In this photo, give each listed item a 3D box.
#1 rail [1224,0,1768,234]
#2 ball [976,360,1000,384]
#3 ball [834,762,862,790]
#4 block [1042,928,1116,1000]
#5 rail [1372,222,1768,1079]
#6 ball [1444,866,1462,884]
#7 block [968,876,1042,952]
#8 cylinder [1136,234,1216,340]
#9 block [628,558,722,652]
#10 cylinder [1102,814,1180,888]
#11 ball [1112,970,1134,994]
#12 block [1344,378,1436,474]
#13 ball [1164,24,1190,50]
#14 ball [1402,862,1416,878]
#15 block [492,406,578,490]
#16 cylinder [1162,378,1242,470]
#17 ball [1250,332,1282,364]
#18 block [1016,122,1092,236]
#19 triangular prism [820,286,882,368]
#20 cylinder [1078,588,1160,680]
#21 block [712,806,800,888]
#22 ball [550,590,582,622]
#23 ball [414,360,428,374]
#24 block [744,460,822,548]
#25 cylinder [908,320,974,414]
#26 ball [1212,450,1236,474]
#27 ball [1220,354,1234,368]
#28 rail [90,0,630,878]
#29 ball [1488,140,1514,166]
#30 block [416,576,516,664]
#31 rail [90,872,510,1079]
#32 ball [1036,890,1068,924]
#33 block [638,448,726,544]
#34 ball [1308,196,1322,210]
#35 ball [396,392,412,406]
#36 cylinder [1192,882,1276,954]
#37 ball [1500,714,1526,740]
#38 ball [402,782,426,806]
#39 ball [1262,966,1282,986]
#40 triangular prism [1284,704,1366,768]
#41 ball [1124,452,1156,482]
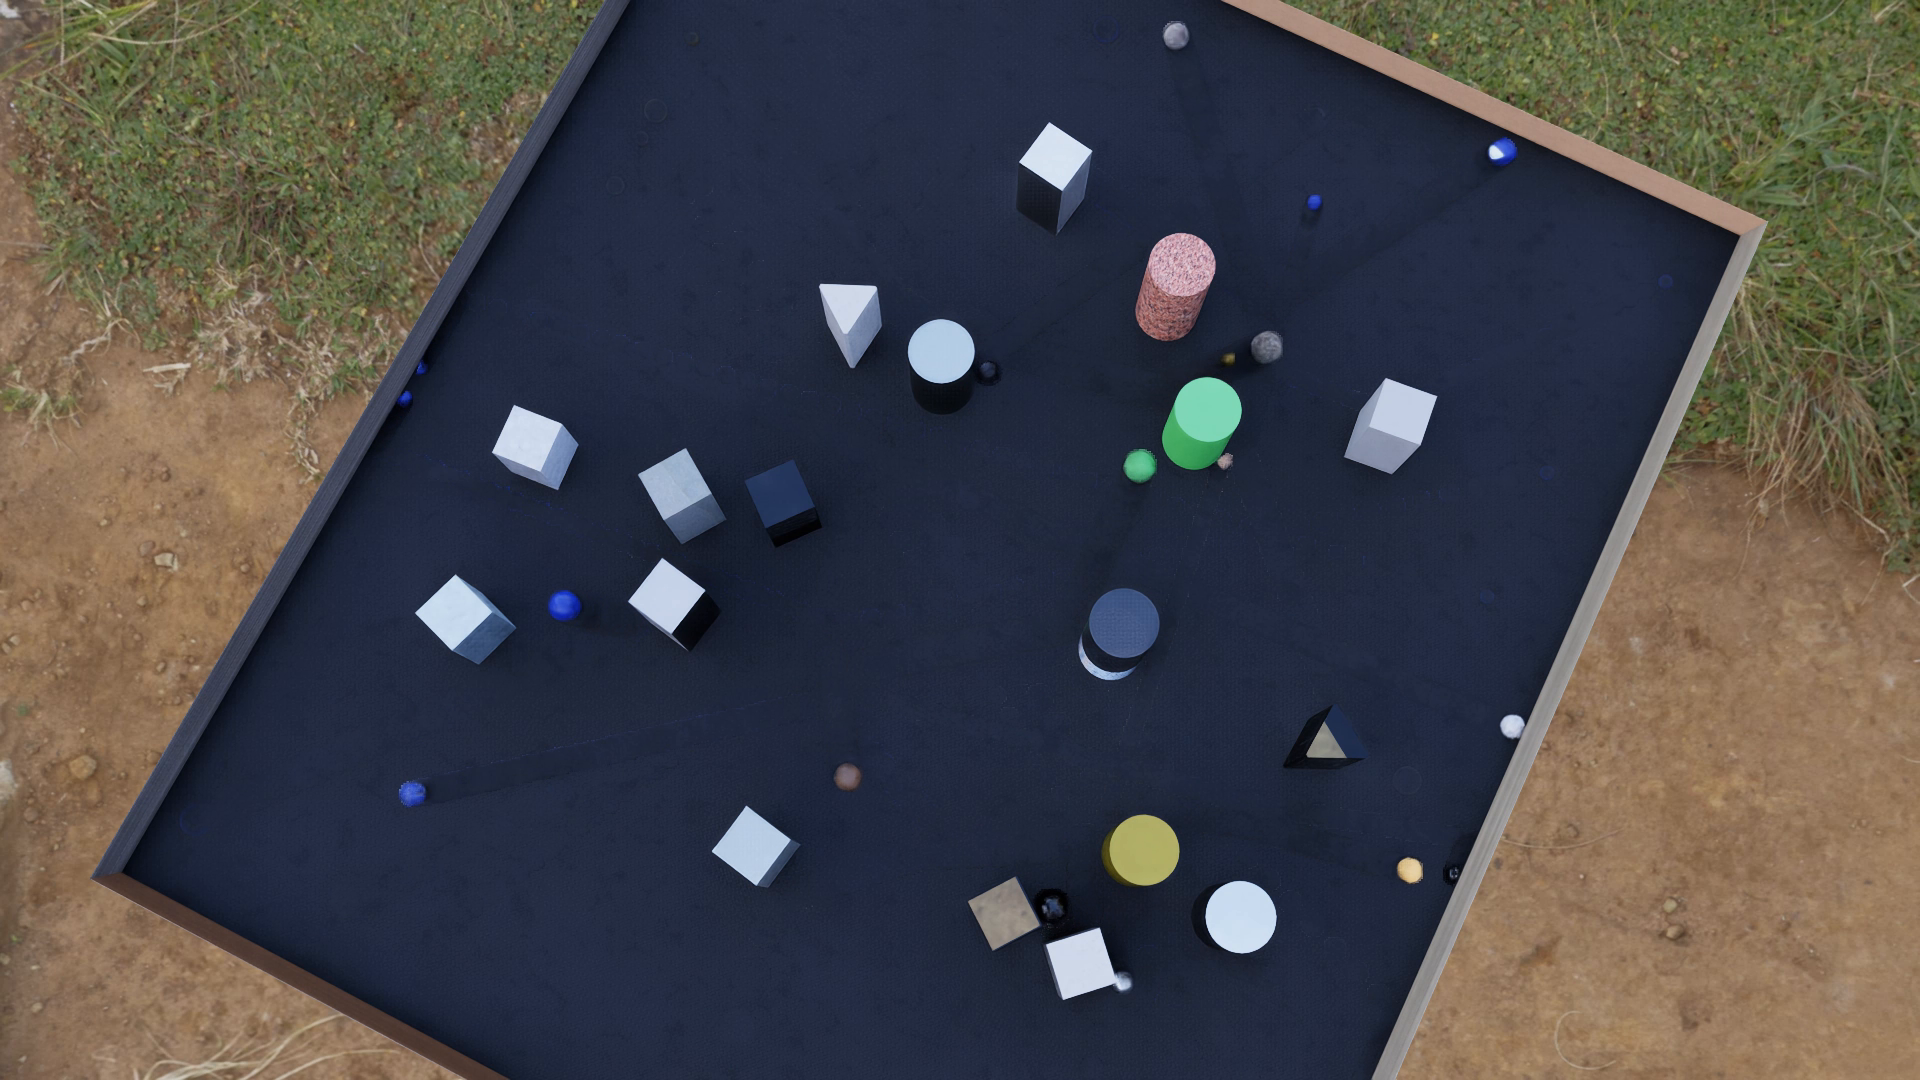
[{"bbox_3d":[0.893,-1.743,5.911,3.594,0.127,0.045,26,80,5],"label":"rail"},{"bbox_3d":[0.088,-0.520,5.687,0.072,0.072,0.072,0,78,0],"label":"ball"},{"bbox_3d":[-0.334,0.701,5.430,0.081,0.081,0.081,0,78,0],"label":"ball"},{"bbox_3d":[0.339,1.207,5.232,0.156,0.263,0.156,-17,79,-3],"label":"block"},{"bbox_3d":[1.586,0.783,5.389,0.045,0.127,4.043,26,80,5],"label":"rail"},{"bbox_3d":[1.452,0.985,5.385,0.054,0.054,0.054,0,78,0],"label":"ball"},{"bbox_3d":[0.127,1.074,5.268,0.156,0.248,0.156,-27,80,-5],"label":"block"},{"bbox_3d":[0.650,-0.762,5.561,0.195,0.418,0.195,0,78,0],"label":"cylinder"},{"bbox_3d":[-0.834,0.196,5.389,0.156,0.367,0.156,36,81,7],"label":"block"},{"bbox_3d":[0.516,0.898,5.275,0.195,0.305,0.195,0,78,0],"label":"cylinder"},{"bbox_3d":[0.471,1.283,5.318,0.064,0.064,0.064,0,78,0],"label":"ball"},{"bbox_3d":[1.289,-0.338,5.504,0.156,0.357,0.156,20,79,4],"label":"block"},{"bbox_3d":[0.698,-1.624,5.911,0.082,0.082,0.082,0,78,0],"label":"ball"},{"bbox_3d":[1.320,0.970,5.379,0.042,0.042,0.042,0,78,0],"label":"ball"},{"bbox_3d":[-1.284,-0.278,5.552,0.156,0.239,0.156,21,79,4],"label":"block"},{"bbox_3d":[0.724,-0.347,5.515,0.195,0.339,0.195,0,78,0],"label":"cylinder"},{"bbox_3d":[0.951,-0.596,5.690,0.098,0.098,0.098,0,78,0],"label":"ball"},{"bbox_3d":[0.286,-1.108,5.656,0.156,0.371,0.156,35,80,7],"label":"block"},{"bbox_3d":[-0.353,-0.680,5.581,0.147,0.344,0.169,32,80,6],"label":"triangular prism"},{"bbox_3d":[0.456,0.279,5.315,0.195,0.479,0.195,0,78,0],"label":"cylinder"},{"bbox_3d":[-0.582,0.885,5.268,0.156,0.325,0.156,36,81,7],"label":"block"},{"bbox_3d":[-1.190,0.200,5.528,0.093,0.093,0.093,0,78,0],"label":"ball"},{"bbox_3d":[-1.677,-0.539,5.707,0.042,0.042,0.042,0,78,0],"label":"ball"},{"bbox_3d":[-0.527,-0.106,5.491,0.156,0.289,0.156,-24,79,-5],"label":"block"},{"bbox_3d":[-0.055,-0.520,5.549,0.195,0.343,0.195,0,78,0],"label":"cylinder"},{"bbox_3d":[0.814,-0.241,5.645,0.072,0.072,0.072,0,78,0],"label":"ball"},{"bbox_3d":[0.832,-0.559,5.710,0.044,0.044,0.044,0,78,0],"label":"ball"},{"bbox_3d":[-1.586,-0.770,5.710,0.045,0.127,4.043,26,80,5],"label":"rail"},{"bbox_3d":[1.722,-1.230,5.829,0.083,0.083,0.083,0,78,0],"label":"ball"},{"bbox_3d":[-1.456,0.239,5.415,0.156,0.298,0.156,44,82,8],"label":"block"},{"bbox_3d":[-0.893,1.756,5.187,3.594,0.127,0.045,26,80,5],"label":"rail"},{"bbox_3d":[0.268,1.070,5.346,0.096,0.096,0.096,0,78,0],"label":"ball"},{"bbox_3d":[-0.824,-0.126,5.465,0.156,0.348,0.156,-30,80,-6],"label":"block"},{"bbox_3d":[1.124,-1.067,5.815,0.044,0.044,0.044,0,78,0],"label":"ball"},{"bbox_3d":[-1.726,-0.436,5.684,0.045,0.045,0.045,0,78,0],"label":"ball"},{"bbox_3d":[0.777,1.076,5.228,0.195,0.324,0.195,0,78,0],"label":"cylinder"},{"bbox_3d":[1.649,0.558,5.464,0.072,0.072,0.072,0,78,0],"label":"ball"},{"bbox_3d":[-1.617,0.753,5.426,0.069,0.069,0.069,0,78,0],"label":"ball"},{"bbox_3d":[0.909,1.269,5.325,0.057,0.057,0.057,0,78,0],"label":"ball"},{"bbox_3d":[1.052,0.569,5.306,0.169,0.377,0.147,0,78,0],"label":"triangular prism"},{"bbox_3d":[0.550,-0.224,5.614,0.096,0.096,0.096,0,78,0],"label":"ball"}]
